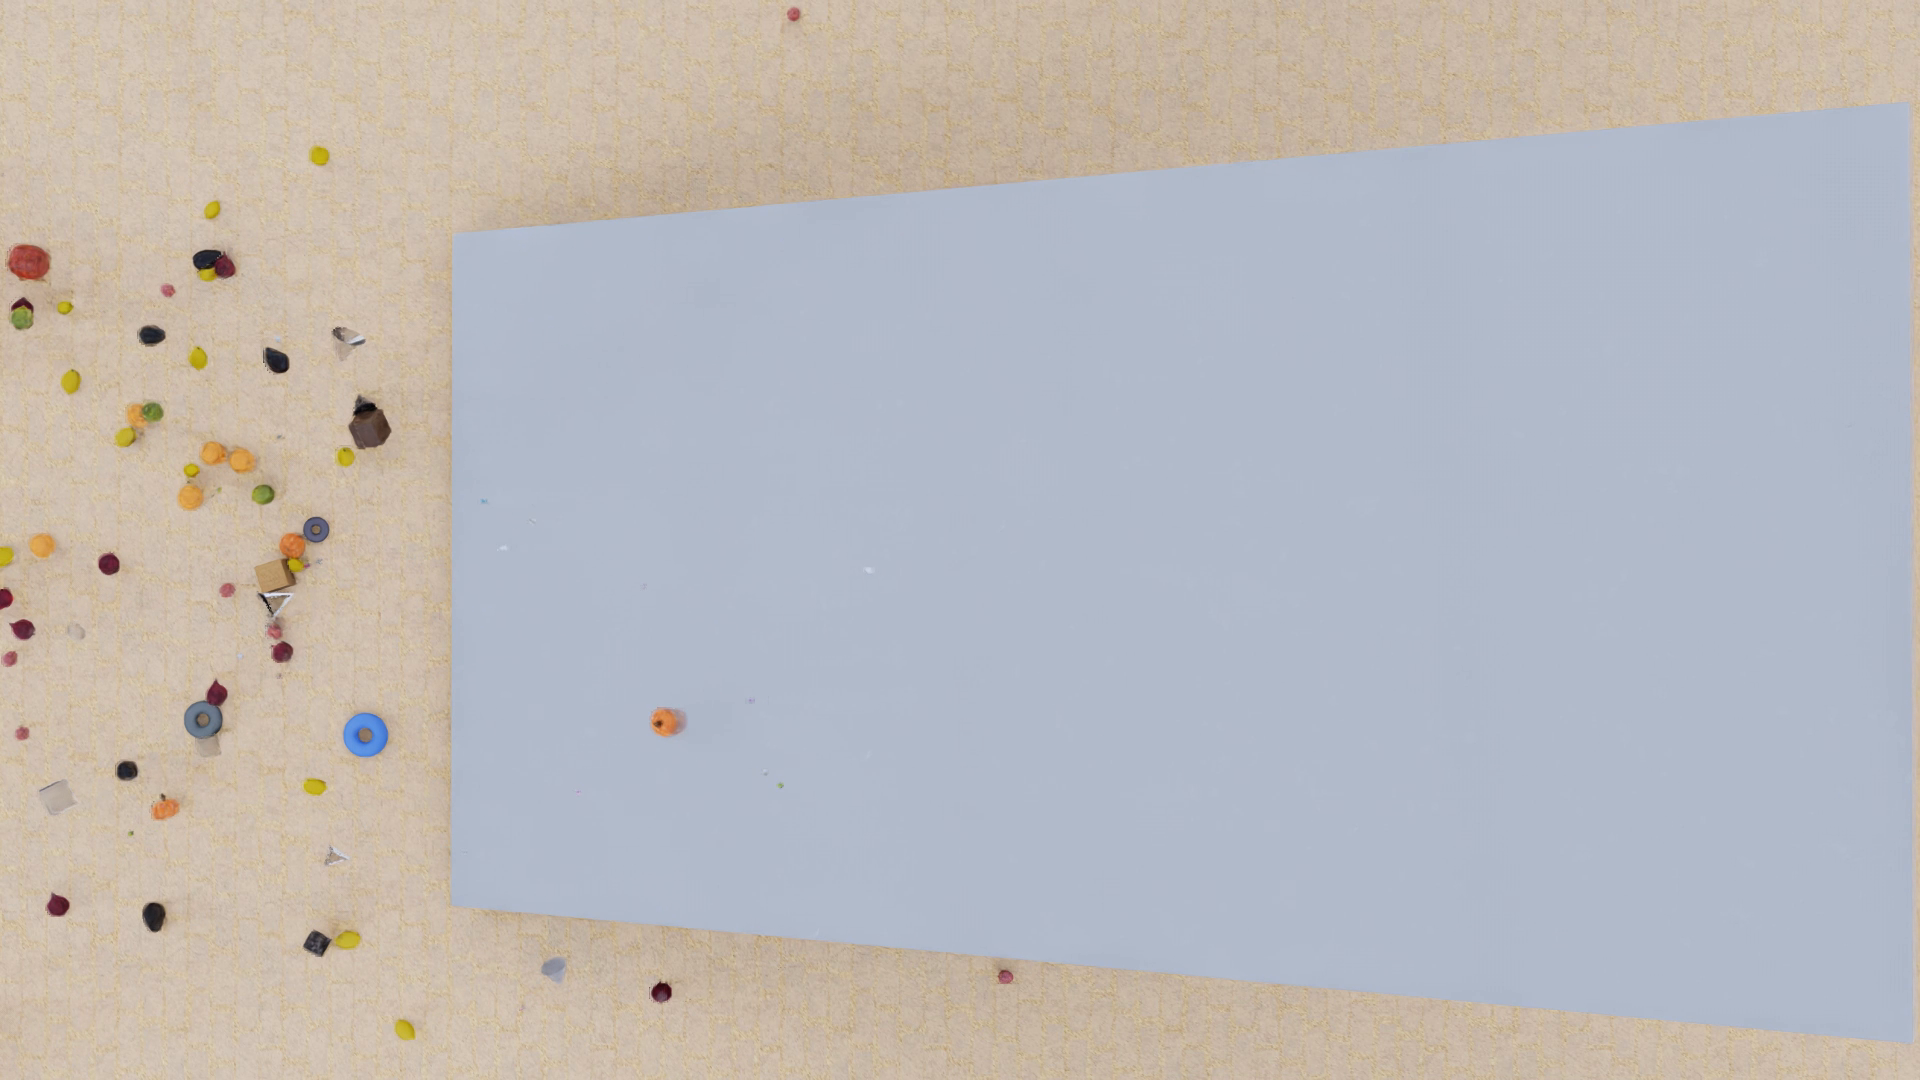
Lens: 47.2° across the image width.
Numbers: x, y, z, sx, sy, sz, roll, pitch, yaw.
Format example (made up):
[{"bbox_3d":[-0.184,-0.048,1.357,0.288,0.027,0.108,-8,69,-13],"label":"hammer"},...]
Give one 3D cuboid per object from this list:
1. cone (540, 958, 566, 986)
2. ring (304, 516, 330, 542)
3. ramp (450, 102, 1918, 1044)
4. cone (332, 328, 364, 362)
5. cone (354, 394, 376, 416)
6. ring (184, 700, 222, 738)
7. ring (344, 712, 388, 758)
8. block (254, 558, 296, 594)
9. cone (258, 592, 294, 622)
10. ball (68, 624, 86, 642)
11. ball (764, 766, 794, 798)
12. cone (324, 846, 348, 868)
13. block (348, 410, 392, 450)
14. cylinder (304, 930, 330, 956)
[{"bbox_3d":[-1.210,1.311,6.604,0.078,0.078,0.078,-12,116,0],"label":"cone"},{"bbox_3d":[-1.939,-0.031,6.623,0.078,0.026,0.078,0,91,-1],"label":"ring"},{"bbox_3d":[0.276,0.077,5.651,4.000,0.100,2.000,0,89,28],"label":"ramp"},{"bbox_3d":[-1.854,-0.572,6.619,0.097,0.097,0.097,28,116,0],"label":"cone"},{"bbox_3d":[-1.803,-0.414,6.624,0.071,0.071,0.071,-31,63,0],"label":"cone"},{"bbox_3d":[-2.275,0.540,6.611,0.115,0.038,0.115,0,89,-1],"label":"ring"},{"bbox_3d":[-1.786,0.586,6.607,0.134,0.045,0.134,0,91,0],"label":"ring"},{"bbox_3d":[-2.052,0.107,6.593,0.082,0.082,0.082,-18,89,0],"label":"block"},{"bbox_3d":[-2.046,0.183,6.612,0.095,0.095,0.095,-27,89,-27],"label":"cone"},{"bbox_3d":[-2.653,0.278,6.606,0.053,0.053,0.053,0,89,0],"label":"ball"},{"bbox_3d":[-0.489,0.661,5.990,0.088,0.088,0.088,0,89,0],"label":"ball"},{"bbox_3d":[-1.868,0.953,6.610,0.067,0.067,0.067,9,89,-32],"label":"cone"},{"bbox_3d":[-1.764,-0.331,6.574,0.080,0.080,0.080,-7,122,15],"label":"block"},{"bbox_3d":[-1.927,1.208,6.594,0.057,0.057,0.057,29,89,0],"label":"cylinder"}]
